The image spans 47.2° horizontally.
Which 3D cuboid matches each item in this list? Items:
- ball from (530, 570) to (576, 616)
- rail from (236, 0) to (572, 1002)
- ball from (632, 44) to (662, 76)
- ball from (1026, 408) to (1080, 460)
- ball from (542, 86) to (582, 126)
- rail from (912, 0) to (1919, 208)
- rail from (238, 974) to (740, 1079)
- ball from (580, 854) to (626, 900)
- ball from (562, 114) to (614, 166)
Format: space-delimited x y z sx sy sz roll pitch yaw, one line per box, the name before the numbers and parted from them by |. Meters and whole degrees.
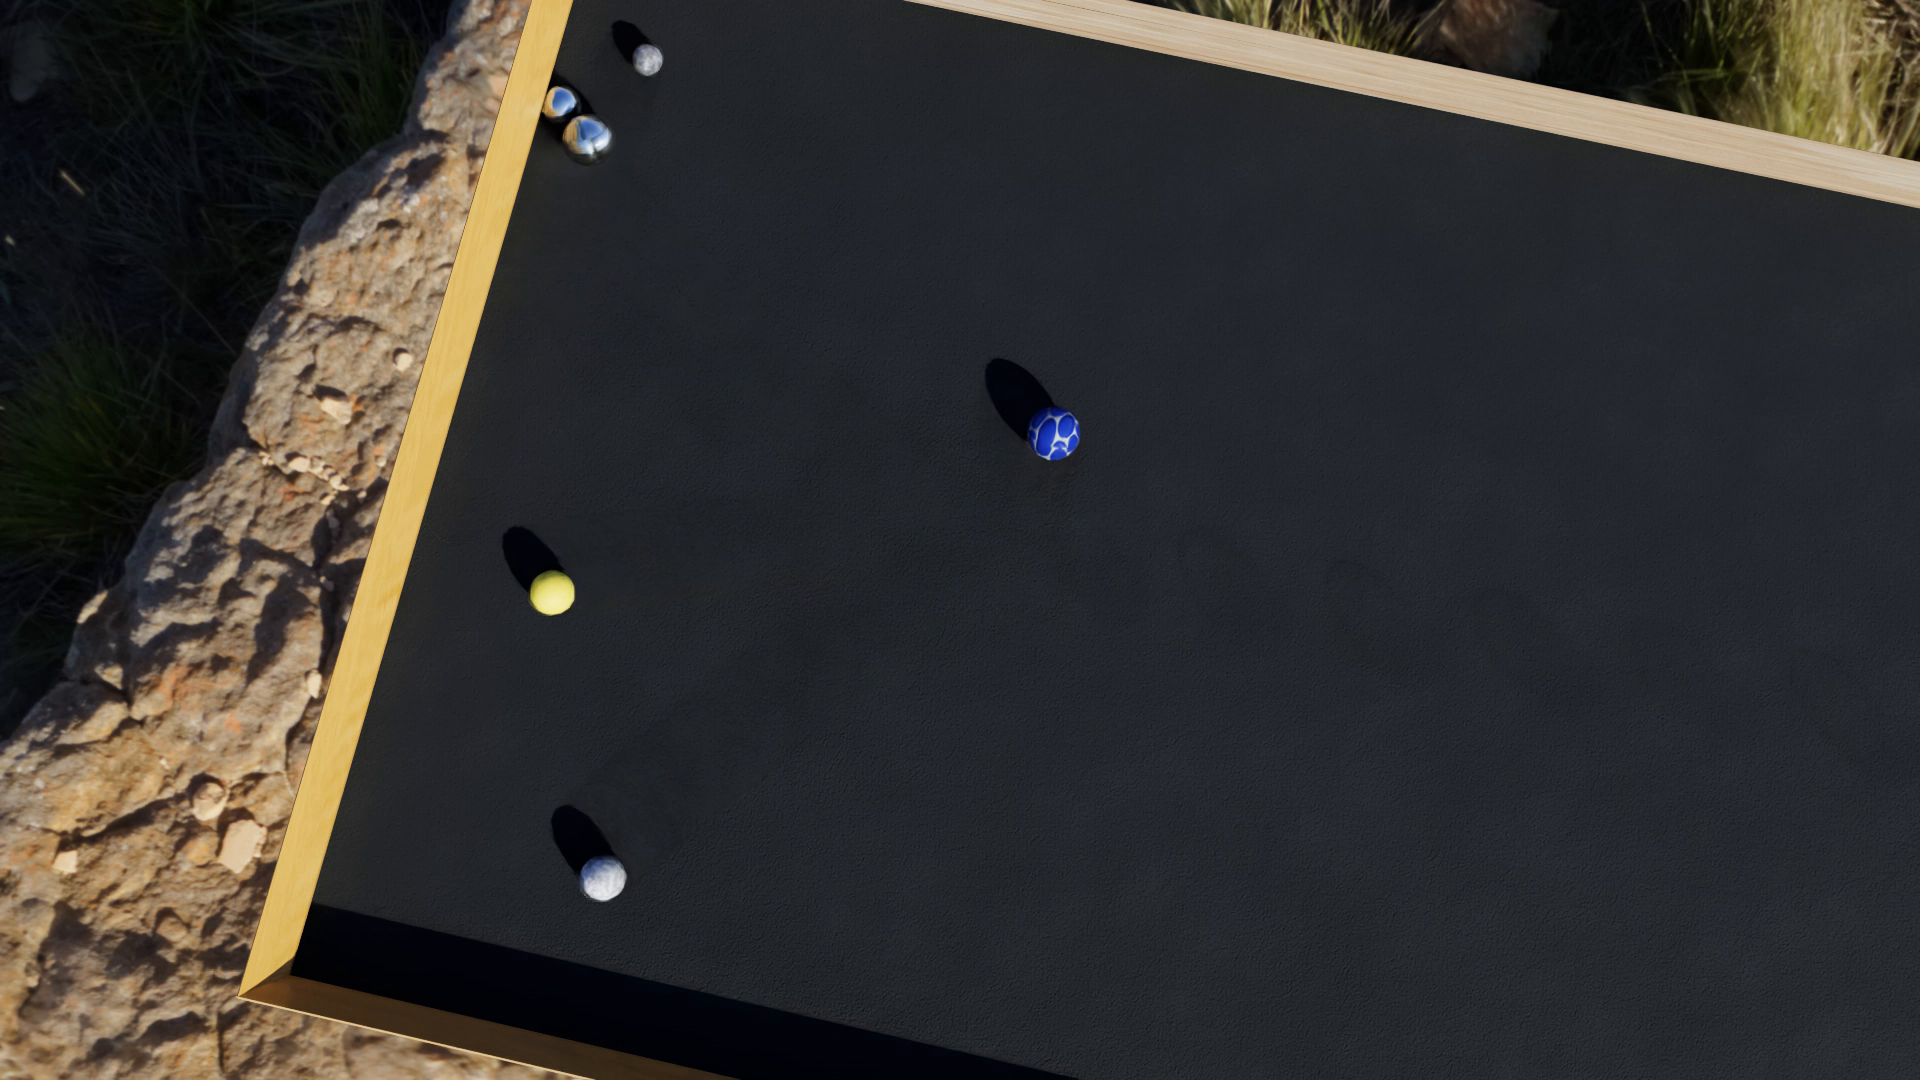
ball | -0.613 0.079 3.310 0.068 0.068 0.068 0 76 0
rail | -0.799 -0.180 3.345 0.045 0.119 1.775 12 77 3
ball | -0.501 -0.770 3.526 0.050 0.050 0.050 0 76 0
ball | 0.143 -0.162 3.361 0.082 0.082 0.082 0 76 0
ball | -0.634 -0.691 3.499 0.064 0.064 0.064 0 76 0
rail | 1.011 -0.647 3.459 3.369 0.119 0.045 12 77 3
rail | 0.633 0.992 3.060 3.369 0.119 0.045 12 77 3
ball | -0.521 0.493 3.210 0.067 0.067 0.067 0 76 0
ball | -0.587 -0.632 3.476 0.082 0.082 0.082 0 76 0
